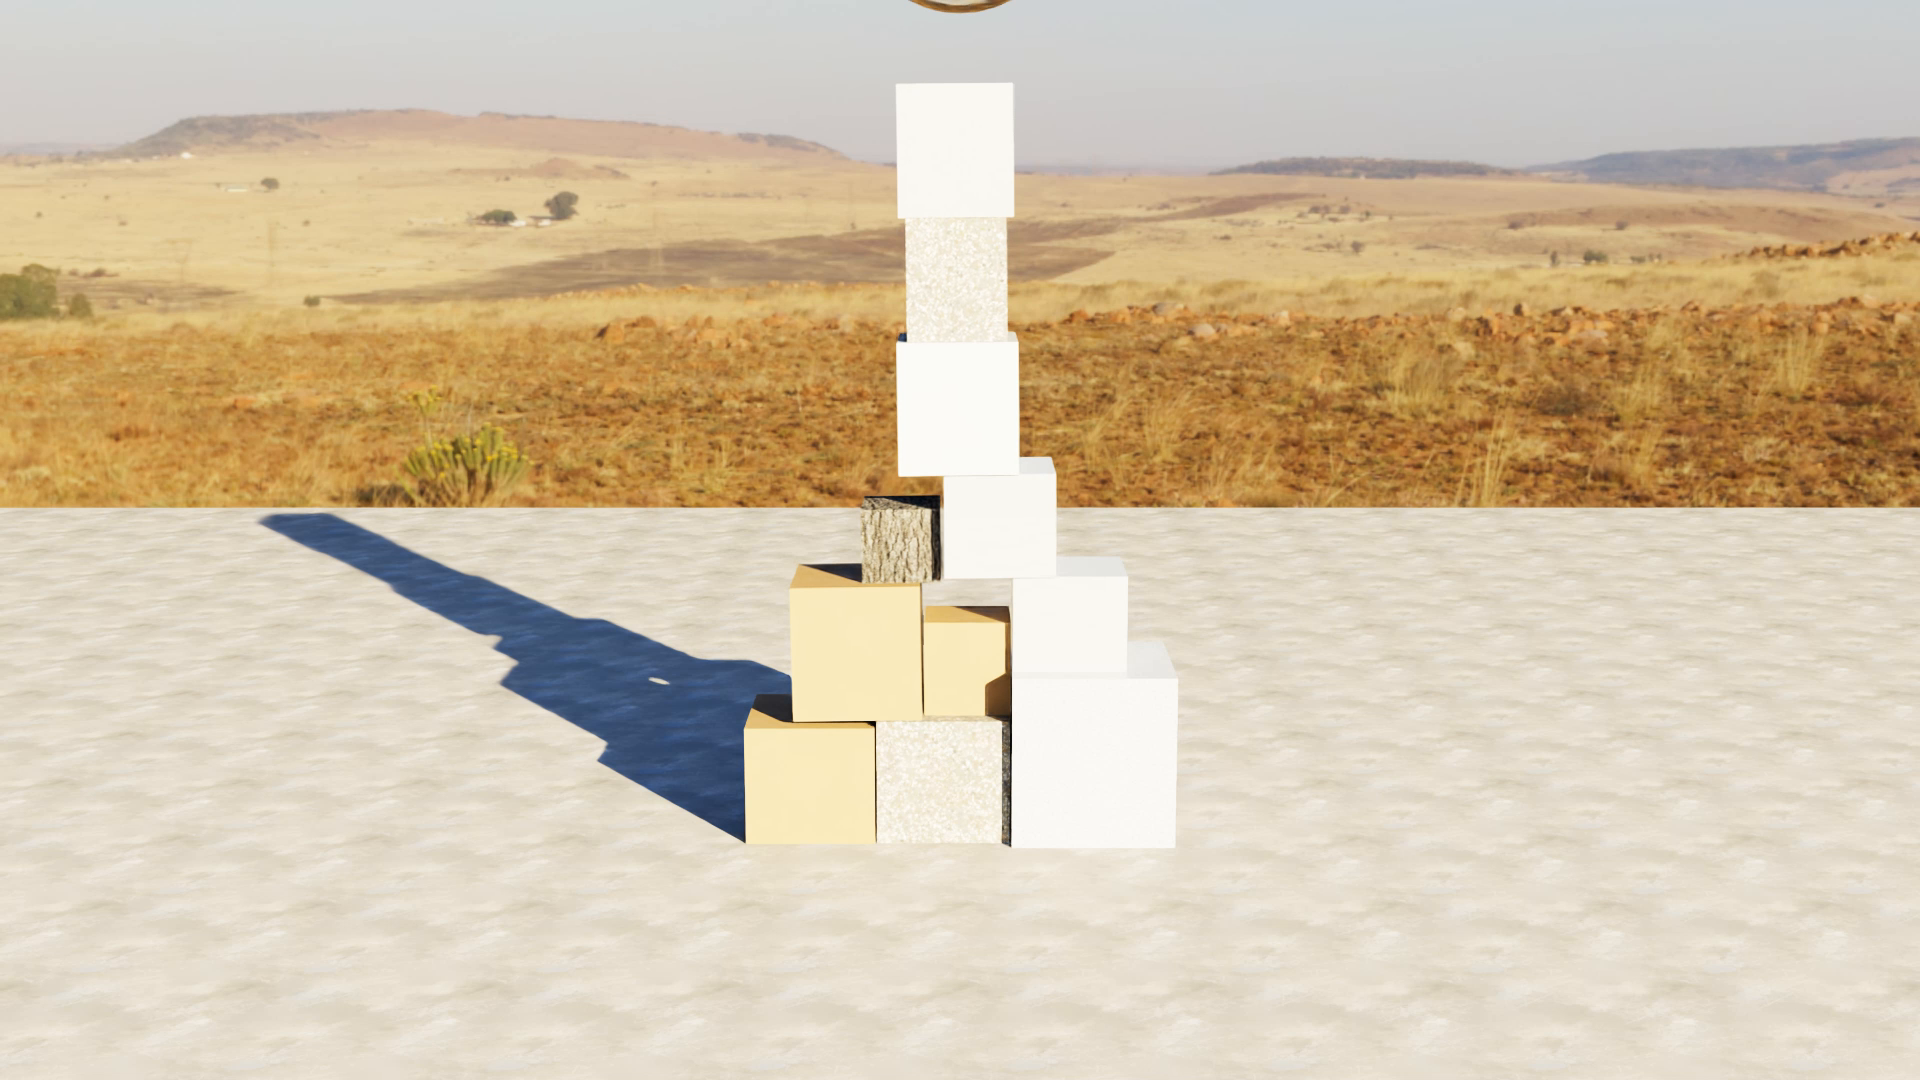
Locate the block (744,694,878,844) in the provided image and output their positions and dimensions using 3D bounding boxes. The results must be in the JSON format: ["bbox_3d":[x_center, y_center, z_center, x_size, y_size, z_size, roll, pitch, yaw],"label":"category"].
[{"bbox_3d":[-0.755,1.178,11.407,0.652,0.601,0.698,0,10,0],"label":"block"}]

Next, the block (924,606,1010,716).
[{"bbox_3d":[0.038,0.615,11.302,0.435,0.479,0.419,0,10,0],"label":"block"}]

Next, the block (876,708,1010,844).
[{"bbox_3d":[-0.084,1.163,11.398,0.669,0.634,0.662,0,10,0],"label":"block"}]

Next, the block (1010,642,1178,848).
[{"bbox_3d":[0.671,1.044,11.377,0.820,0.875,0.822,0,10,0],"label":"block"}]

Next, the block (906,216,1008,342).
[{"bbox_3d":[-0.016,-1.311,10.948,0.489,0.602,0.515,-1,10,0],"label":"block"}]

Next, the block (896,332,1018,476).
[{"bbox_3d":[-0.009,-0.692,11.051,0.591,0.652,0.606,-1,10,0],"label":"block"}]

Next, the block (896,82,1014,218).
[{"bbox_3d":[-0.023,-1.920,10.841,0.560,0.634,0.538,-1,10,0],"label":"block"}]

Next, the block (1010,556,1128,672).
[{"bbox_3d":[0.551,0.374,11.256,0.571,0.487,0.536,0,10,0],"label":"block"}]

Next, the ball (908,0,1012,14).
[{"bbox_3d":[0.000,-4.554,15.592,1.600,1.600,1.600,0,10,0],"label":"ball"}]

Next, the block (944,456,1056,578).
[{"bbox_3d":[0.199,-0.120,11.166,0.552,0.520,0.587,-1,10,0],"label":"block"}]

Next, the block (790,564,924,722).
[{"bbox_3d":[-0.518,0.515,11.289,0.647,0.682,0.634,-1,10,0],"label":"block"}]

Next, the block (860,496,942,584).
[{"bbox_3d":[-0.295,-0.008,11.198,0.393,0.372,0.440,-1,10,0],"label":"block"}]
